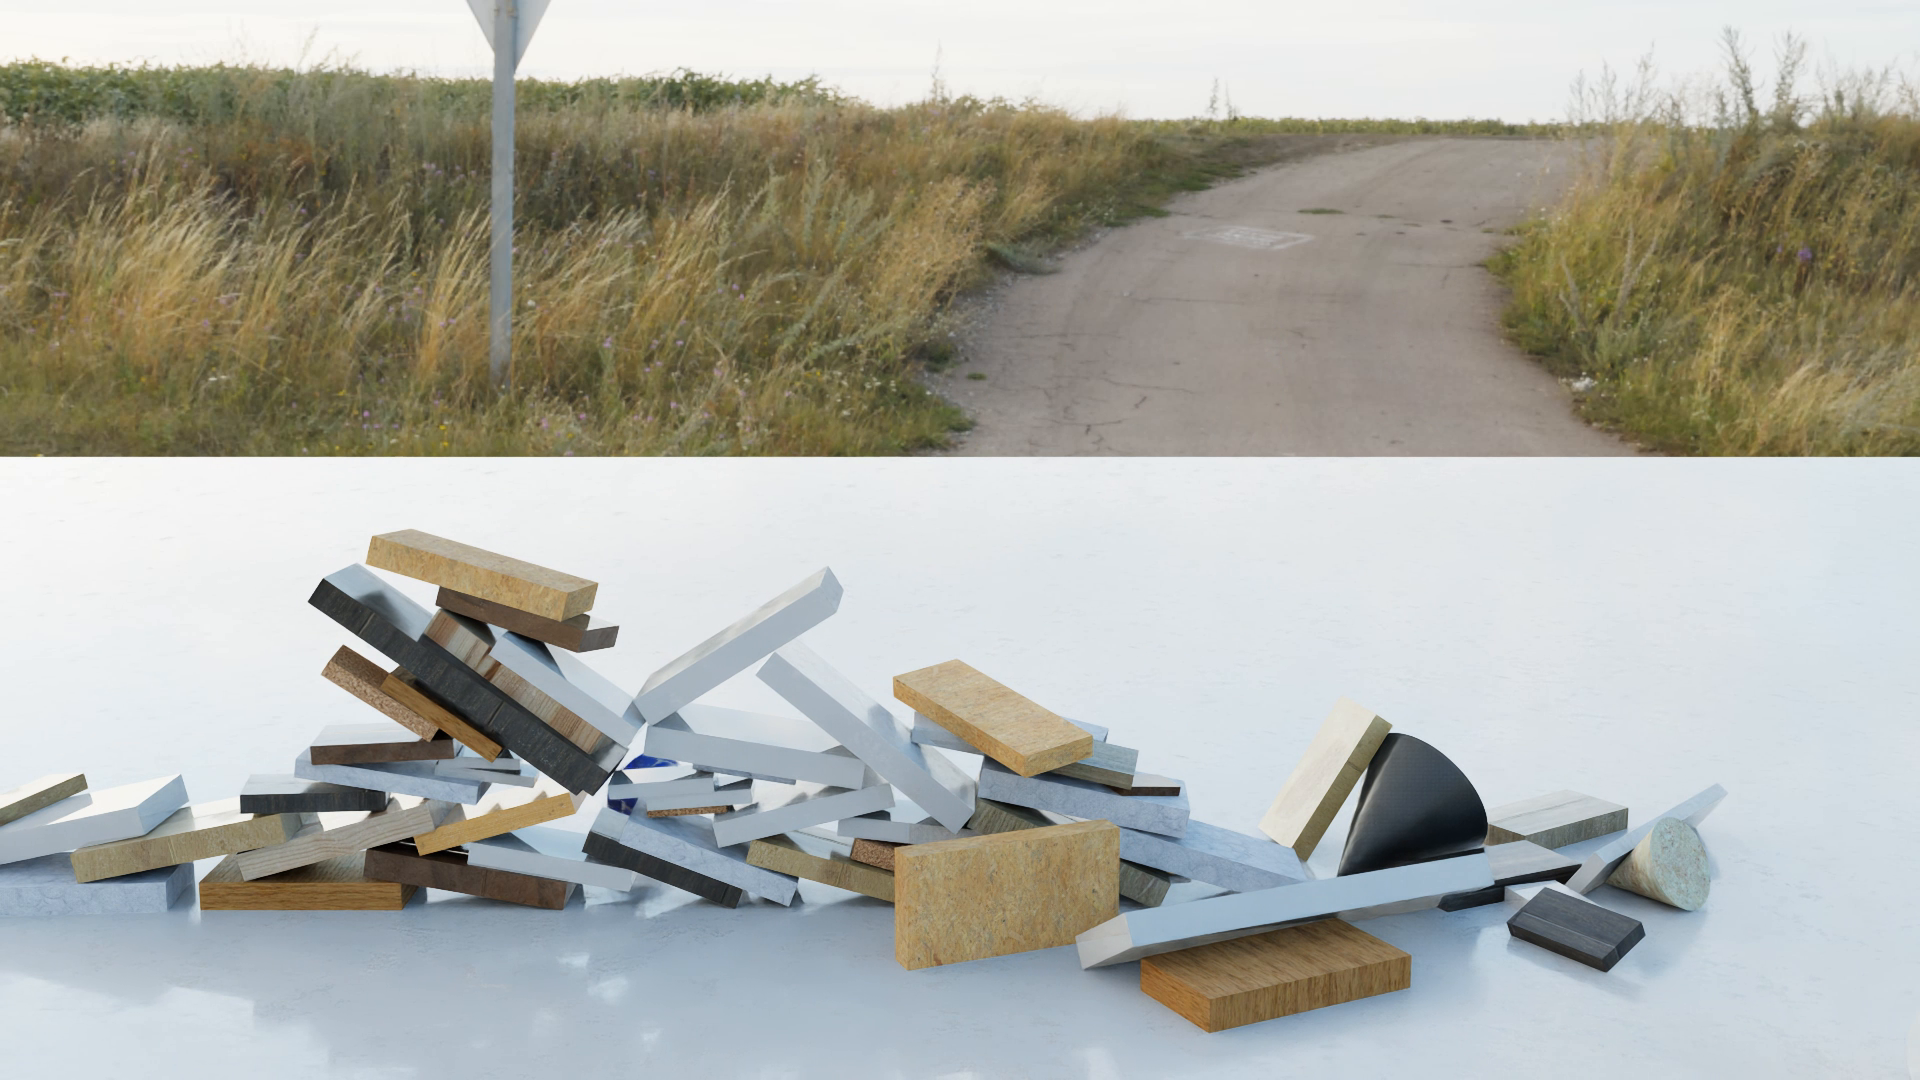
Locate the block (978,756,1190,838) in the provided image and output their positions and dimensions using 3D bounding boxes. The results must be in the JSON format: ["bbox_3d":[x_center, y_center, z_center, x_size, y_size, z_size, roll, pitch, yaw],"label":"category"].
[{"bbox_3d":[0.205,0.413,3.657,0.343,0.049,0.171,11,10,0],"label":"block"}]

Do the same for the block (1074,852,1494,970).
[{"bbox_3d":[0.507,0.572,3.398,0.647,0.051,0.180,-5,-19,-24],"label":"block"}]

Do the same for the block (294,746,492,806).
[{"bbox_3d":[-0.933,0.383,3.634,0.299,0.032,0.114,9,11,-1],"label":"block"}]

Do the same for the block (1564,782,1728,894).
[{"bbox_3d":[1.191,0.518,3.804,0.512,0.095,0.027,-12,52,-48],"label":"block"}]

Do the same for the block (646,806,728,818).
[{"bbox_3d":[-0.448,0.436,3.639,0.131,0.018,0.065,-4,10,1],"label":"block"}]

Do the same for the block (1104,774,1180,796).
[{"bbox_3d":[0.299,0.404,3.626,0.118,0.017,0.059,4,13,-33],"label":"block"}]

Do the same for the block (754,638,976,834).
[{"bbox_3d":[-0.151,0.312,3.615,0.415,0.050,0.178,39,8,-6],"label":"block"}]

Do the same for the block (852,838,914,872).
[{"bbox_3d":[-0.057,0.530,3.663,0.244,0.035,0.122,17,10,-3],"label":"block"}]

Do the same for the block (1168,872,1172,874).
[{"bbox_3d":[0.359,0.553,3.821,0.059,0.017,0.118,-2,11,-8],"label":"block"}]

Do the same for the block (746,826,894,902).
[{"bbox_3d":[-0.201,0.532,3.657,0.295,0.042,0.148,15,10,-2],"label":"block"}]

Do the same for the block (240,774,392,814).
[{"bbox_3d":[-1.058,0.416,3.621,0.229,0.032,0.114,0,11,-9],"label":"block"}]

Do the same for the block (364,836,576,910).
[{"bbox_3d":[-0.806,0.539,3.662,0.329,0.047,0.165,10,10,-1],"label":"block"}]

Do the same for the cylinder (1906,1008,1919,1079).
[{"bbox_3d":[1.360,0.638,2.806,0.222,0.222,0.222,9,14,41],"label":"cylinder"}]

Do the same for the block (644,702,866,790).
[{"bbox_3d":[-0.332,0.336,3.637,0.356,0.050,0.178,9,10,-2],"label":"block"}]

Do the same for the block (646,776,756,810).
[{"bbox_3d":[-0.426,0.416,3.624,0.171,0.024,0.085,-4,10,-1],"label":"block"}]

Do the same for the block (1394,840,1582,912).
[{"bbox_3d":[0.889,0.564,3.701,0.282,0.040,0.141,-5,12,-26],"label":"block"}]

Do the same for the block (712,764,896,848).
[{"bbox_3d":[-0.257,0.434,3.640,0.295,0.042,0.148,-13,10,-1],"label":"block"}]

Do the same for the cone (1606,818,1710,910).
[{"bbox_3d":[1.136,0.555,3.666,0.155,0.155,0.155,-9,-13,-41],"label":"cone"}]

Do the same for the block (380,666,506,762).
[{"bbox_3d":[-0.835,0.279,3.595,0.216,0.031,0.108,34,8,-4],"label":"block"}]

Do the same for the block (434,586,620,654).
[{"bbox_3d":[-0.704,0.123,3.584,0.265,0.037,0.132,17,6,16],"label":"block"}]

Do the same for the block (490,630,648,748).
[{"bbox_3d":[-0.627,0.233,3.563,0.265,0.037,0.132,35,8,-2],"label":"block"}]

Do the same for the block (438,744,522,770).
[{"bbox_3d":[-0.789,0.357,3.625,0.131,0.018,0.065,3,12,-6],"label":"block"}]

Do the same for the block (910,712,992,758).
[{"bbox_3d":[0.014,0.330,3.682,0.191,0.027,0.095,11,10,-3],"label":"block"}]

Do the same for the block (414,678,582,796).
[{"bbox_3d":[-0.741,0.304,3.612,0.321,0.031,0.108,35,8,-1],"label":"block"}]

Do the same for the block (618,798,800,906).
[{"bbox_3d":[-0.409,0.513,3.649,0.295,0.042,0.148,21,10,-4],"label":"block"}]

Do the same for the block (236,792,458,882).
[{"bbox_3d":[-1.014,0.476,3.653,0.329,0.047,0.165,-15,10,4],"label":"block"}]

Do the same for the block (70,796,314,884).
[{"bbox_3d":[-1.268,0.485,3.648,0.348,0.049,0.174,-11,10,1],"label":"block"}]

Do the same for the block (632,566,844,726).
[{"bbox_3d":[-0.359,0.171,3.600,0.356,0.050,0.178,-32,8,6],"label":"block"}]

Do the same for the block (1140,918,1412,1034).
[{"bbox_3d":[0.468,0.641,3.256,0.359,0.051,0.180,-6,12,-27],"label":"block"}]

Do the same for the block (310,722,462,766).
[{"bbox_3d":[-0.937,0.332,3.612,0.229,0.032,0.114,-2,12,-3],"label":"block"}]

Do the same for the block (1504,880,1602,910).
[{"bbox_3d":[0.973,0.598,3.553,0.095,0.027,0.191,-3,11,-18],"label":"block"}]

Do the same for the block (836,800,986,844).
[{"bbox_3d":[-0.077,0.469,3.657,0.244,0.035,0.122,6,11,0],"label":"block"}]

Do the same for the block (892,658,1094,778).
[{"bbox_3d":[0.049,0.291,3.652,0.132,0.037,0.399,-14,23,-30],"label":"block"}]

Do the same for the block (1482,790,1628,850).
[{"bbox_3d":[1.062,0.511,3.984,0.282,0.040,0.141,-7,13,-35],"label":"block"}]

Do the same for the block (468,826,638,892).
[{"bbox_3d":[-0.668,0.521,3.653,0.267,0.038,0.134,10,10,-1],"label":"block"}]

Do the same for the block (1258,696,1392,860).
[{"bbox_3d":[0.644,0.419,3.888,0.040,0.282,0.141,32,1,-18],"label":"block"}]

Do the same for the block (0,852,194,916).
[{"bbox_3d":[-1.473,0.568,3.651,0.348,0.049,0.174,-1,11,-5],"label":"block"}]

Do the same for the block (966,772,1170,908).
[{"bbox_3d":[0.178,0.498,3.659,0.343,0.049,0.171,24,10,-4],"label":"block"}]

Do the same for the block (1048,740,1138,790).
[{"bbox_3d":[0.194,0.356,3.608,0.191,0.027,0.095,12,21,5],"label":"block"}]

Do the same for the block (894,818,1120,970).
[{"bbox_3d":[0.075,0.547,3.408,0.359,0.180,0.051,-5,11,-23],"label":"block"}]

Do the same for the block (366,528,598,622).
[{"bbox_3d":[-0.781,0.055,3.608,0.337,0.048,0.168,16,6,6],"label":"block"}]

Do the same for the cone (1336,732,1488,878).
[{"bbox_3d":[0.726,0.510,3.785,0.256,0.256,0.256,-37,29,-27],"label":"cone"}]

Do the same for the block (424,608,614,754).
[{"bbox_3d":[-0.705,0.221,3.616,0.337,0.048,0.168,36,8,4],"label":"block"}]

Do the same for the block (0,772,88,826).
[{"bbox_3d":[-1.603,0.448,3.742,0.102,0.029,0.203,-6,13,34],"label":"block"}]

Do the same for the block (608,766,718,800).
[{"bbox_3d":[-0.487,0.397,3.616,0.171,0.024,0.086,-4,10,-1],"label":"block"}]

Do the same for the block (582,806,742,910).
[{"bbox_3d":[-0.485,0.526,3.649,0.267,0.038,0.134,21,10,-4],"label":"block"}]

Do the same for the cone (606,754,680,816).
[{"bbox_3d":[-0.531,0.491,4.005,0.160,0.160,0.160,-10,41,-44],"label":"cone"}]

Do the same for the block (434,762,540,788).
[{"bbox_3d":[-0.781,0.381,3.637,0.162,0.018,0.065,8,11,-4],"label":"block"}]

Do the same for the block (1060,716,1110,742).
[{"bbox_3d":[0.153,0.320,3.741,0.191,0.027,0.095,14,11,8],"label":"block"}]

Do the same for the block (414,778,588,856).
[{"bbox_3d":[-0.757,0.450,3.640,0.267,0.038,0.134,-15,10,3],"label":"block"}]

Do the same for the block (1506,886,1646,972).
[{"bbox_3d":[0.955,0.604,3.415,0.095,0.027,0.191,-35,26,-24],"label":"block"}]

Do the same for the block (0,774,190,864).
[{"bbox_3d":[-1.495,0.475,3.680,0.348,0.049,0.174,-12,11,7],"label":"block"}]

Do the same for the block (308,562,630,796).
[{"bbox_3d":[-0.794,0.224,3.583,0.548,0.048,0.168,35,8,-2],"label":"block"}]

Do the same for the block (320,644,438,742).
[{"bbox_3d":[-0.934,0.248,3.580,0.203,0.029,0.102,34,8,-10],"label":"block"}]

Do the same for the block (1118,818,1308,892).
[{"bbox_3d":[0.398,0.517,3.666,0.343,0.049,0.171,16,10,-2],"label":"block"}]

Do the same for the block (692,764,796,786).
[{"bbox_3d":[-0.353,0.370,3.644,0.171,0.024,0.086,9,10,-2],"label":"block"}]

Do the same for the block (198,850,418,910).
[{"bbox_3d":[-1.076,0.567,3.667,0.329,0.047,0.165,0,11,0],"label":"block"}]
